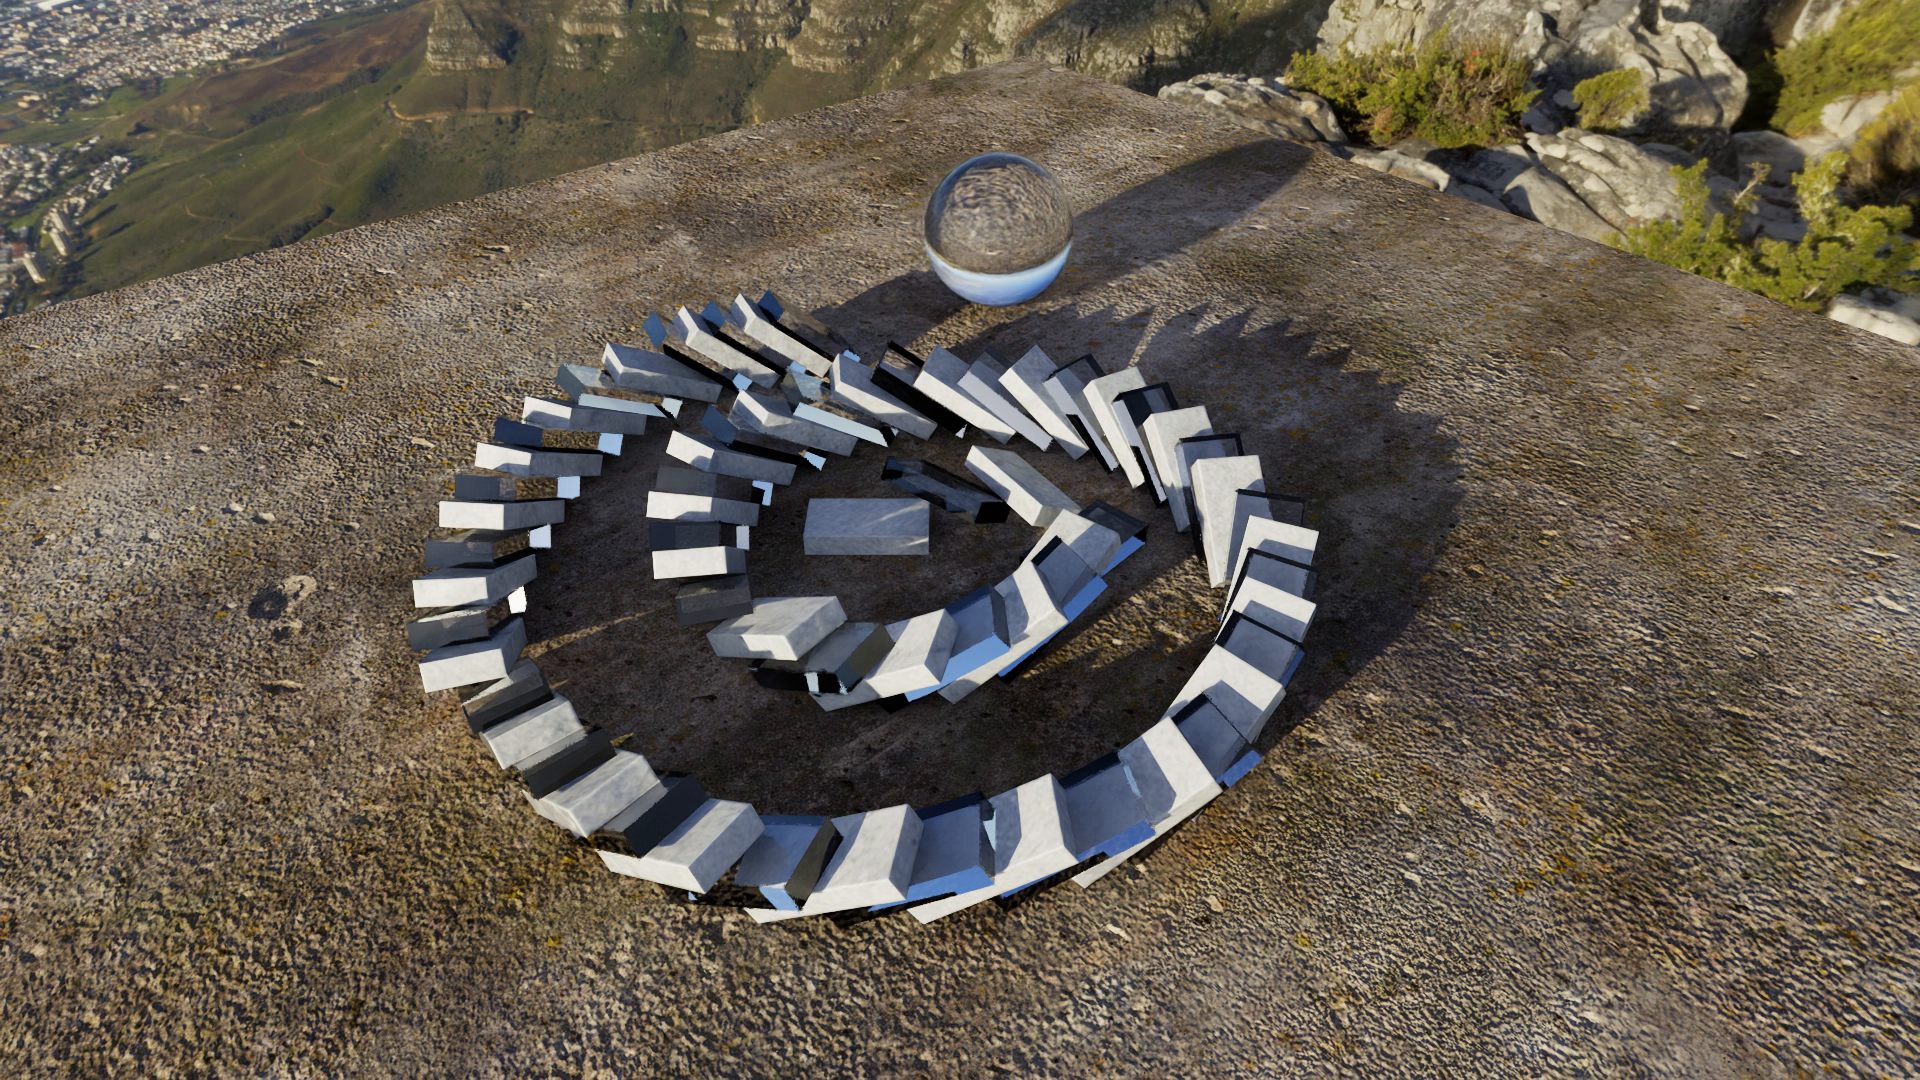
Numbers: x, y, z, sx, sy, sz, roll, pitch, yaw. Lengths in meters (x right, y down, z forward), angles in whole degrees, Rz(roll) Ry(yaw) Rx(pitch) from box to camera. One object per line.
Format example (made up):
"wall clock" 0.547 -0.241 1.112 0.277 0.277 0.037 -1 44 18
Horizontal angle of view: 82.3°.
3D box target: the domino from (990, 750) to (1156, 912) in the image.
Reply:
"domino" 0.029 0.085 0.321 0.050 0.010 0.025 -30 42 11

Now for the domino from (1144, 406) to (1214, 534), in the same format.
"domino" 0.097 -0.030 0.459 0.025 0.010 0.050 -11 74 -15

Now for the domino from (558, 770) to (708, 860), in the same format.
"domino" -0.098 0.080 0.325 0.050 0.010 0.025 -11 23 49

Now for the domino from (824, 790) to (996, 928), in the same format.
"domino" -0.014 0.091 0.314 0.050 0.009 0.025 -22 35 19

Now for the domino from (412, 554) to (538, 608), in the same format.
"domino" -0.178 0.014 0.406 0.025 0.010 0.050 -2 9 -2

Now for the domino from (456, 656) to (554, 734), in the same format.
"domino" -0.150 0.050 0.361 0.025 0.009 0.050 -24 11 -24

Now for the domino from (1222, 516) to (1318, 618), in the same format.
"domino" 0.112 0.018 0.400 0.025 0.010 0.050 15 75 16

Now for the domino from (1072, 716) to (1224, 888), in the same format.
"domino" 0.050 0.078 0.328 0.050 0.010 0.025 -37 47 5

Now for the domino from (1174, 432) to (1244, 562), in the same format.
"domino" 0.105 -0.018 0.445 0.025 0.010 0.050 -6 73 -7

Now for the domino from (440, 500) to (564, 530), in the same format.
"domino" -0.180 -0.011 0.435 0.025 0.010 0.050 3 5 5

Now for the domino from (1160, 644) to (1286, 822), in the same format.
"domino" 0.078 0.061 0.349 0.025 0.009 0.050 34 83 33

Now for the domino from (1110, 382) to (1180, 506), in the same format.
"domino" 0.087 -0.042 0.472 0.025 0.009 0.050 -16 76 -23

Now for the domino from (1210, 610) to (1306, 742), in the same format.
"domino" 0.089 0.051 0.361 0.025 0.009 0.050 28 80 29

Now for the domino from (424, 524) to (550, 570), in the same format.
"domino" -0.180 0.002 0.422 0.025 0.009 0.050 2 9 3

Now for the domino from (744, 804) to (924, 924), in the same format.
"domino" -0.036 0.092 0.313 0.050 0.010 0.025 -17 33 24

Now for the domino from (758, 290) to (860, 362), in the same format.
"domino" -0.074 -0.103 0.544 0.050 0.009 0.025 27 18 -43

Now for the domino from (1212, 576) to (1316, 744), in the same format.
"domino" 0.099 0.040 0.373 0.025 0.010 0.050 24 78 24

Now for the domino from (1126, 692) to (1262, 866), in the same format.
"domino" 0.064 0.073 0.335 0.050 0.010 0.025 -40 47 1

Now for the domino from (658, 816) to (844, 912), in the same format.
"domino" -0.060 0.092 0.315 0.050 0.010 0.025 -9 31 33

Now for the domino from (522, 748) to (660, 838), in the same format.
"domino" -0.112 0.074 0.331 0.025 0.009 0.050 -37 17 -32

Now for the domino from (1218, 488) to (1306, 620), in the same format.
"domino" 0.114 0.007 0.415 0.025 0.009 0.050 9 73 11

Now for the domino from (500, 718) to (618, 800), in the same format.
"domino" -0.127 0.066 0.342 0.025 0.010 0.050 -29 13 -30

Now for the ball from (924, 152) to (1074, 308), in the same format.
"ball" 0.021 -0.166 0.590 0.080 0.080 0.080 0 39 0

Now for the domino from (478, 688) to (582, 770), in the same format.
"domino" -0.139 0.058 0.350 0.025 0.010 0.050 -28 12 -27

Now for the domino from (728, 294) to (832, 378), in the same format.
"domino" -0.088 -0.100 0.540 0.050 0.010 0.025 27 18 -43

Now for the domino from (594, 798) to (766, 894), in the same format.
"domino" -0.082 0.087 0.319 0.050 0.009 0.025 -7 28 43

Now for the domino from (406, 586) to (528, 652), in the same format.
"domino" -0.173 0.027 0.390 0.025 0.010 0.050 -8 9 -6

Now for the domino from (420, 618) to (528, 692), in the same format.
"domino" -0.166 0.039 0.377 0.025 0.009 0.050 -11 10 -13

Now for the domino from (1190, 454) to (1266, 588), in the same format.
"domino" 0.108 -0.007 0.431 0.025 0.010 0.050 -4 74 -7

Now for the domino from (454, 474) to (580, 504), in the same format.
"domino" -0.179 -0.021 0.448 0.025 0.009 0.050 4 5 9

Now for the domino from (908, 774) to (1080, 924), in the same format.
"domino" 0.008 0.089 0.317 0.050 0.009 0.025 -26 37 15

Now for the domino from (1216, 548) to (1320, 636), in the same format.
"domino" 0.106 0.030 0.386 0.025 0.010 0.050 19 76 21

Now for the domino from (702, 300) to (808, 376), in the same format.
"domino" -0.100 -0.096 0.536 0.050 0.009 0.025 28 18 -42
